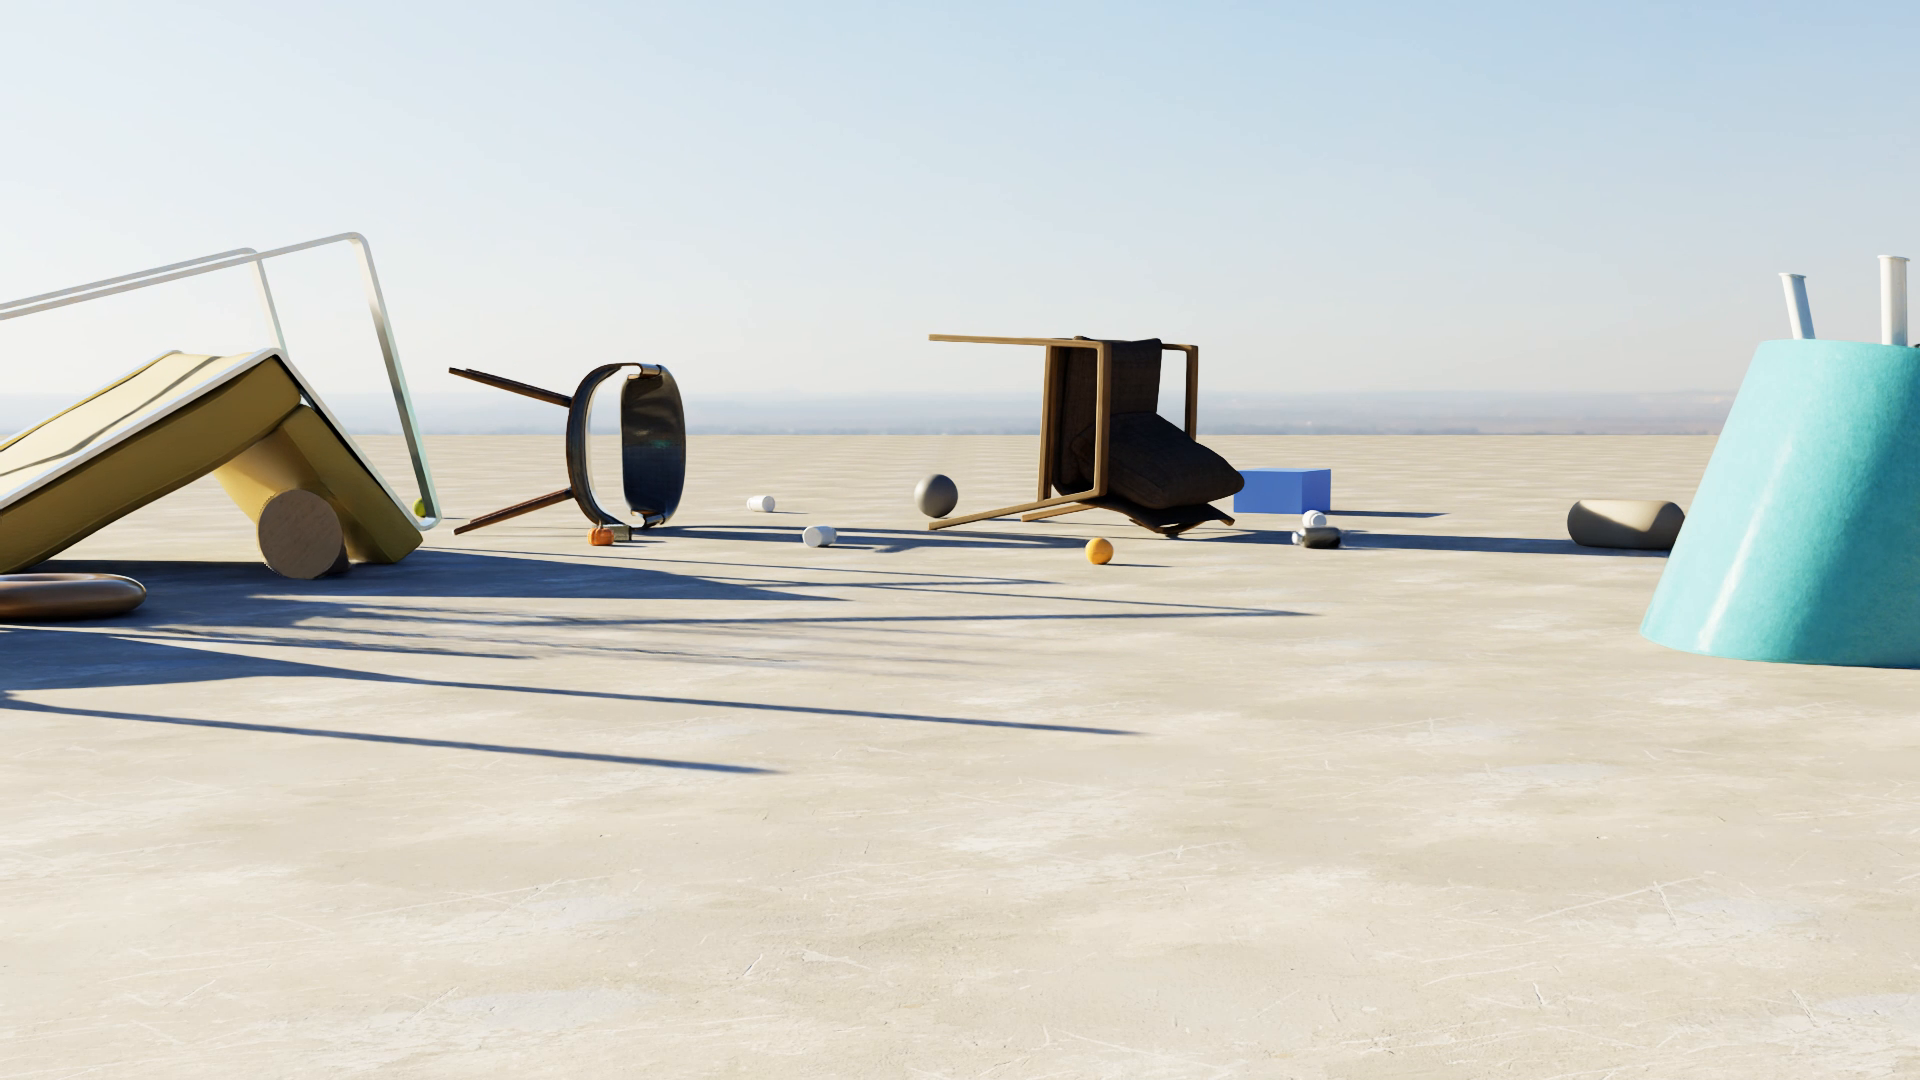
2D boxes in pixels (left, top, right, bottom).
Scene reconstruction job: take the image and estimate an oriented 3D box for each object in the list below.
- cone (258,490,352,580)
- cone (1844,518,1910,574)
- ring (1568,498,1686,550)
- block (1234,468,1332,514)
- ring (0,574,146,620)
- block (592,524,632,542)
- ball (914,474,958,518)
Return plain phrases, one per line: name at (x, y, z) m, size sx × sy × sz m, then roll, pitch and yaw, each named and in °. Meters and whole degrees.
cone at (-1.542, 0.030, 5.348) m, size 0.256 × 0.199 × 0.256 m, roll 44°, pitch -5°, yaw 24°
cone at (2.230, 0.044, 5.425) m, size 0.188 × 0.094 × 0.181 m, roll 26°, pitch 40°, yaw -5°
ring at (1.888, -0.046, 6.238) m, size 0.188 × 0.137 × 0.382 m, roll -1°, pitch 3°, yaw -36°
block at (1.184, -0.181, 8.071) m, size 0.259 × 0.153 × 0.331 m, roll 2°, pitch 4°, yaw 27°
ring at (-1.827, 0.111, 4.385) m, size 0.407 × 0.075 × 0.349 m, roll 1°, pitch 3°, yaw 19°
block at (-1.030, -0.020, 6.511) m, size 0.105 × 0.045 × 0.066 m, roll -1°, pitch 4°, yaw -20°
ball at (-0.083, -0.155, 7.675) m, size 0.154 × 0.154 × 0.154 m, roll 0°, pitch 4°, yaw 0°
